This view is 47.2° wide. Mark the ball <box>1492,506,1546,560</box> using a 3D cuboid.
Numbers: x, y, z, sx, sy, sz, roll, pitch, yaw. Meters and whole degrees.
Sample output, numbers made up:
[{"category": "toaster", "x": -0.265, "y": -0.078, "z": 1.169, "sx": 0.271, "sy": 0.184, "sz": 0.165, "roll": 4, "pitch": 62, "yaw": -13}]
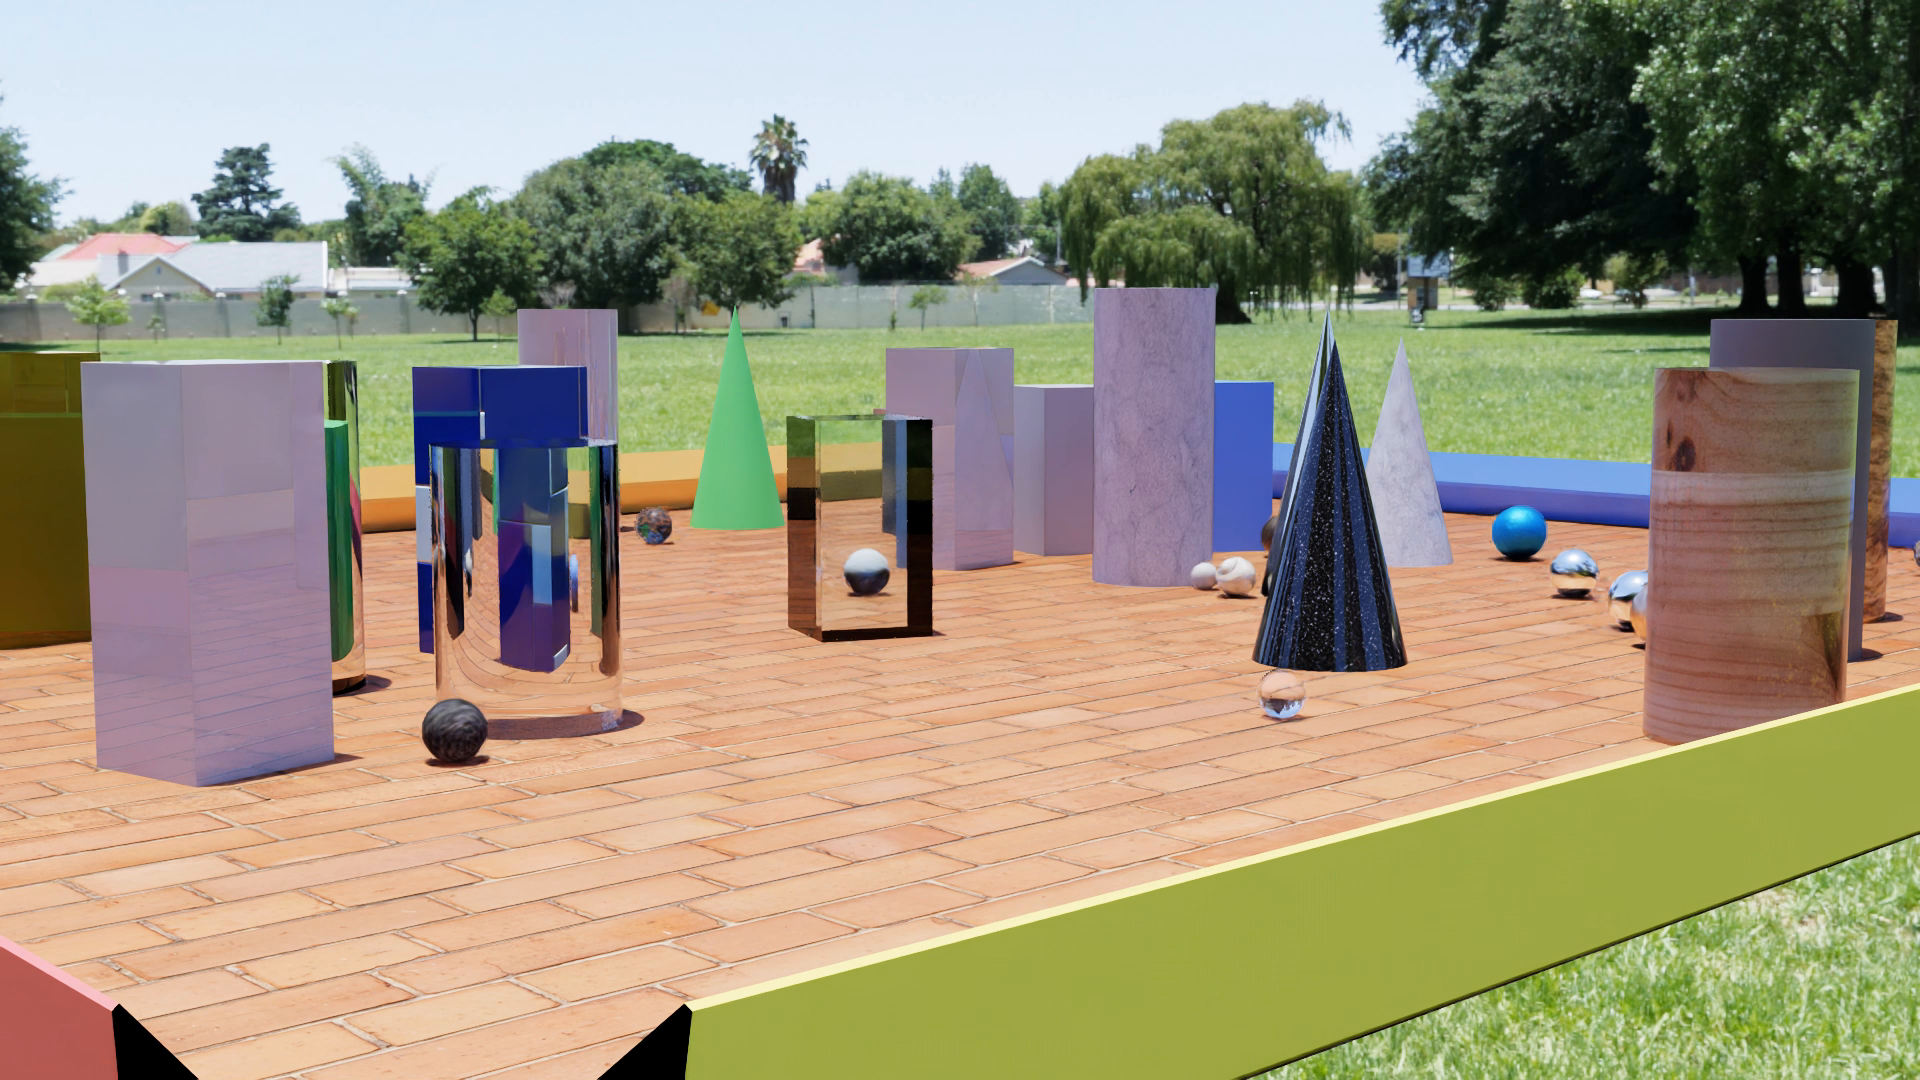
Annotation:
[{"category": "ball", "x": 1.004, "y": -0.013, "z": 3.952, "sx": 0.095, "sy": 0.095, "sz": 0.095, "roll": 0, "pitch": 6, "yaw": 0}]

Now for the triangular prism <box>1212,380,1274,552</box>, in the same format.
[{"category": "triangular prism", "x": 0.481, "y": -0.142, "z": 4.137, "sx": 0.172, "sy": 0.313, "sz": 0.149, "roll": -1, "pitch": 6, "yaw": -12}]

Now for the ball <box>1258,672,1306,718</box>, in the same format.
[{"category": "ball", "x": 0.353, "y": 0.170, "z": 2.411, "sx": 0.052, "sy": 0.052, "sz": 0.052, "roll": 0, "pitch": 6, "yaw": 0}]

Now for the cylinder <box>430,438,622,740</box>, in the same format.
[{"category": "cylinder", "x": -0.466, "y": 0.047, "z": 2.371, "sx": 0.199, "sy": 0.303, "sz": 0.199, "roll": 0, "pitch": 6, "yaw": 0}]

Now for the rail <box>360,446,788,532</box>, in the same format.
[{"category": "rail", "x": -1.093, "y": -0.089, "z": 4.510, "sx": 3.738, "sy": 0.129, "sz": 0.045, "roll": -5, "pitch": 8, "yaw": -42}]

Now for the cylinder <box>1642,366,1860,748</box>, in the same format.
[{"category": "cylinder", "x": 0.819, "y": 0.015, "z": 2.284, "sx": 0.199, "sy": 0.385, "sz": 0.199, "roll": 0, "pitch": 6, "yaw": 0}]

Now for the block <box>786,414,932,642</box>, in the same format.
[{"category": "block", "x": -0.140, "y": -0.021, "z": 3.049, "sx": 0.159, "sy": 0.298, "sz": 0.159, "roll": -2, "pitch": 6, "yaw": -21}]

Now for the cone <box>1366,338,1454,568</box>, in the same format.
[{"category": "cone", "x": 0.781, "y": -0.163, "z": 3.911, "sx": 0.199, "sy": 0.402, "sz": 0.199, "roll": 0, "pitch": 6, "yaw": 0}]

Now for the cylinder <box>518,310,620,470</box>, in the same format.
[{"category": "cylinder", "x": -0.792, "y": -0.243, "z": 4.457, "sx": 0.199, "sy": 0.448, "sz": 0.199, "roll": 0, "pitch": 6, "yaw": 0}]

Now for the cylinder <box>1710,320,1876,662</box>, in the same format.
[{"category": "cylinder", "x": 1.072, "y": -0.069, "z": 2.855, "sx": 0.199, "sy": 0.433, "sz": 0.199, "roll": 0, "pitch": 6, "yaw": 0}]

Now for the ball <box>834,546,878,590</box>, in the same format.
[{"category": "ball", "x": -0.166, "y": 0.045, "z": 3.506, "sx": 0.073, "sy": 0.073, "sz": 0.073, "roll": 0, "pitch": 6, "yaw": 0}]

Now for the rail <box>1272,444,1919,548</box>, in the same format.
[{"category": "rail", "x": 1.356, "y": -0.096, "z": 4.576, "sx": 0.045, "sy": 0.129, "sz": 3.271, "roll": -5, "pitch": 8, "yaw": -42}]

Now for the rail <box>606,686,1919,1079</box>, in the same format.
[{"category": "rail", "x": 1.093, "y": 0.156, "z": 2.153, "sx": 3.738, "sy": 0.129, "sz": 0.045, "roll": -5, "pitch": 8, "yaw": -42}]

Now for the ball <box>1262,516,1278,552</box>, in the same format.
[{"category": "ball", "x": 0.584, "y": -0.006, "z": 3.977, "sx": 0.077, "sy": 0.077, "sz": 0.077, "roll": 0, "pitch": 6, "yaw": 0}]

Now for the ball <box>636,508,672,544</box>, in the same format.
[{"category": "ball", "x": -0.585, "y": -0.027, "z": 4.215, "sx": 0.069, "sy": 0.069, "sz": 0.069, "roll": 0, "pitch": 6, "yaw": 0}]

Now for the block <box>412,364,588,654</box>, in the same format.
[{"category": "block", "x": -0.596, "y": -0.039, "z": 2.866, "sx": 0.159, "sy": 0.372, "sz": 0.159, "roll": 6, "pitch": 8, "yaw": 43}]

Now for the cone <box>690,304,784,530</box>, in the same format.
[{"category": "cone", "x": -0.464, "y": -0.259, "z": 4.565, "sx": 0.199, "sy": 0.459, "sz": 0.199, "roll": 0, "pitch": 6, "yaw": 0}]

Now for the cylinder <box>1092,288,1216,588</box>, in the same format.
[{"category": "cylinder", "x": 0.319, "y": -0.173, "z": 3.626, "sx": 0.199, "sy": 0.481, "sz": 0.199, "roll": 0, "pitch": 6, "yaw": 0}]

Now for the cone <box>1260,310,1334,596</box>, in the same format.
[{"category": "cone", "x": 0.573, "y": -0.140, "z": 3.449, "sx": 0.199, "sy": 0.452, "sz": 0.199, "roll": 0, "pitch": 6, "yaw": 0}]

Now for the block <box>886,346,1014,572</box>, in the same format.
[{"category": "block", "x": -0.018, "y": -0.147, "z": 3.864, "sx": 0.159, "sy": 0.380, "sz": 0.159, "roll": 5, "pitch": 8, "yaw": 40}]

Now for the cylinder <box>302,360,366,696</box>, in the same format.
[{"category": "cylinder", "x": -0.808, "y": -0.017, "z": 2.589, "sx": 0.199, "sy": 0.385, "sz": 0.199, "roll": 0, "pitch": 6, "yaw": 0}]

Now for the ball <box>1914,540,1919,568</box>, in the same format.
[{"category": "ball", "x": 1.646, "y": 0.023, "z": 3.698, "sx": 0.077, "sy": 0.077, "sz": 0.077, "roll": 0, "pitch": 6, "yaw": 0}]

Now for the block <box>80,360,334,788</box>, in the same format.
[{"category": "block", "x": -0.734, "y": 0.024, "z": 2.151, "sx": 0.159, "sy": 0.395, "sz": 0.159, "roll": 4, "pitch": 7, "yaw": 35}]

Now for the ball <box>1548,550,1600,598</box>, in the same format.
[{"category": "ball", "x": 0.957, "y": 0.052, "z": 3.426, "sx": 0.075, "sy": 0.075, "sz": 0.075, "roll": 0, "pitch": 6, "yaw": 0}]

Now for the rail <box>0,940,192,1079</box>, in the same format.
[{"category": "rail", "x": -1.356, "y": 0.163, "z": 2.087, "sx": 0.045, "sy": 0.129, "sz": 3.271, "roll": -5, "pitch": 8, "yaw": -42}]

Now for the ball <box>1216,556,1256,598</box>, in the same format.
[{"category": "ball", "x": 0.432, "y": 0.058, "z": 3.432, "sx": 0.063, "sy": 0.063, "sz": 0.063, "roll": 0, "pitch": 6, "yaw": 0}]

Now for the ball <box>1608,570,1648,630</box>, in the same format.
[{"category": "ball", "x": 0.949, "y": 0.084, "z": 3.076, "sx": 0.084, "sy": 0.084, "sz": 0.084, "roll": 0, "pitch": 6, "yaw": 0}]

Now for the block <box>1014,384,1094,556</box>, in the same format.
[{"category": "block", "x": 0.189, "y": -0.133, "z": 4.091, "sx": 0.159, "sy": 0.306, "sz": 0.159, "roll": -3, "pitch": 7, "yaw": -26}]

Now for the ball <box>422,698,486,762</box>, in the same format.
[{"category": "ball", "x": -0.501, "y": 0.188, "z": 2.177, "sx": 0.063, "sy": 0.063, "sz": 0.063, "roll": 0, "pitch": 6, "yaw": 0}]

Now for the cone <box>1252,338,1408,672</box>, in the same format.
[{"category": "cone", "x": 0.473, "y": -0.051, "z": 2.796, "sx": 0.199, "sy": 0.410, "sz": 0.199, "roll": 0, "pitch": 6, "yaw": 0}]

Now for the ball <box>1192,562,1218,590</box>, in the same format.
[{"category": "ball", "x": 0.392, "y": 0.058, "z": 3.522, "sx": 0.043, "sy": 0.043, "sz": 0.043, "roll": 0, "pitch": 6, "yaw": 0}]

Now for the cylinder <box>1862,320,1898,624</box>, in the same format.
[{"category": "cylinder", "x": 1.250, "y": -0.104, "z": 3.206, "sx": 0.199, "sy": 0.432, "sz": 0.199, "roll": 0, "pitch": 6, "yaw": 0}]

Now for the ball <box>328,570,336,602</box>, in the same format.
[{"category": "ball", "x": -0.959, "y": 0.069, "z": 3.225, "sx": 0.083, "sy": 0.083, "sz": 0.083, "roll": 0, "pitch": 6, "yaw": 0}]

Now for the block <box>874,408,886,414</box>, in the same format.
[{"category": "block", "x": -0.070, "y": -0.140, "z": 4.435, "sx": 0.159, "sy": 0.248, "sz": 0.159, "roll": -3, "pitch": 7, "yaw": -25}]

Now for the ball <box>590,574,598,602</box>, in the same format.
[{"category": "ball", "x": -0.573, "y": 0.074, "z": 3.326, "sx": 0.053, "sy": 0.053, "sz": 0.053, "roll": 0, "pitch": 6, "yaw": 0}]

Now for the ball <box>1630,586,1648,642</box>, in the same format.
[{"category": "ball", "x": 0.934, "y": 0.098, "z": 2.912, "sx": 0.089, "sy": 0.089, "sz": 0.089, "roll": 0, "pitch": 6, "yaw": 0}]

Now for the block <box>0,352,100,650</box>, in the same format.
[{"category": "block", "x": -1.272, "y": -0.059, "z": 2.983, "sx": 0.159, "sy": 0.389, "sz": 0.159, "roll": 6, "pitch": 8, "yaw": 43}]
